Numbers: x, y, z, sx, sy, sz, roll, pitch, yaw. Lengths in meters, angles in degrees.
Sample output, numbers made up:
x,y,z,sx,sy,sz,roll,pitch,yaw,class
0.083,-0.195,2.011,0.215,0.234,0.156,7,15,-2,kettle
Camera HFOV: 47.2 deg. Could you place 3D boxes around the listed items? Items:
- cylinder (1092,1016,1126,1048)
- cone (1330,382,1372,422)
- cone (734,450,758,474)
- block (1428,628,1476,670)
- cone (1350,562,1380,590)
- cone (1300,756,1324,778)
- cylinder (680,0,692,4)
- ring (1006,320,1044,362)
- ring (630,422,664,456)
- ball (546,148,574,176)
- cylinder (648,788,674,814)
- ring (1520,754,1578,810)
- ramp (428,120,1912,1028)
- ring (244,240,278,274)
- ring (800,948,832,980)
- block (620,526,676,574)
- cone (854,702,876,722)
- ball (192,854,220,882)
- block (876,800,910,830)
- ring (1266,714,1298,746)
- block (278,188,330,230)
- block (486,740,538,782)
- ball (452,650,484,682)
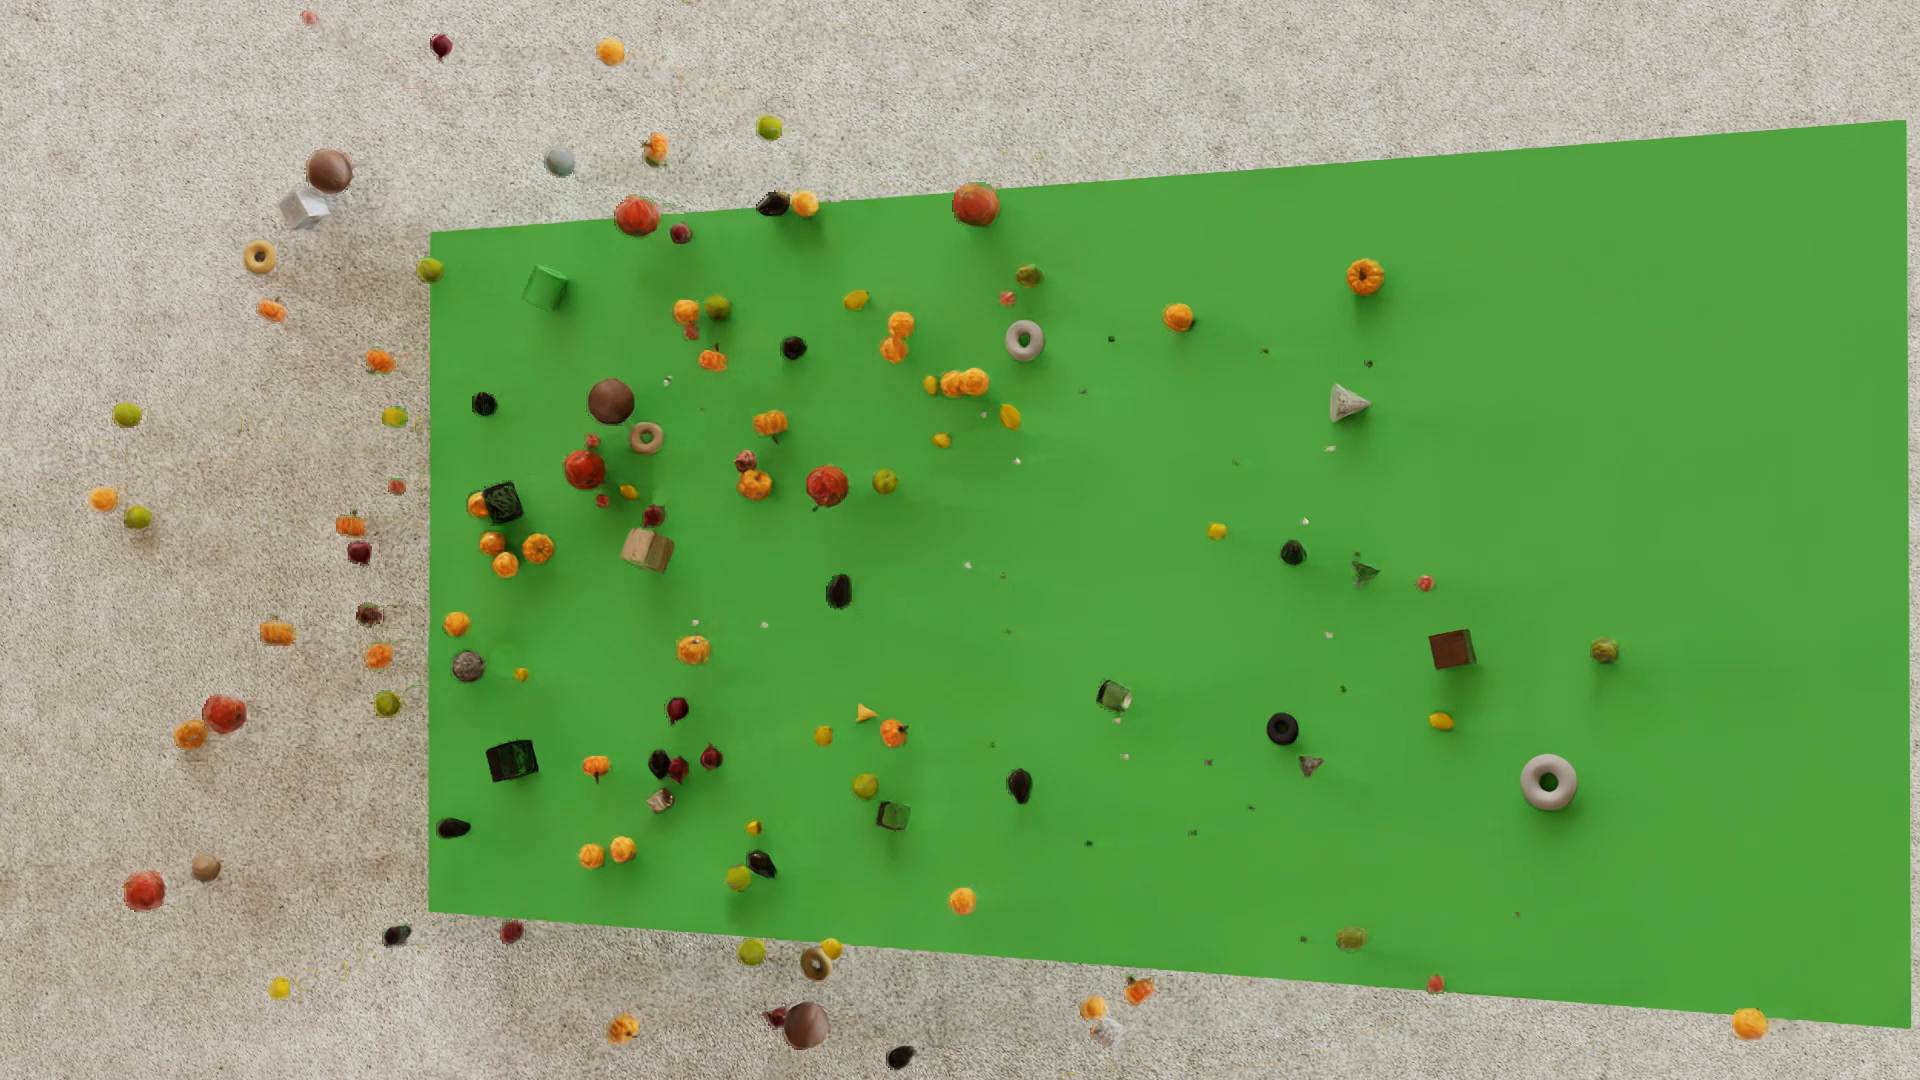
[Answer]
x,y,z,sx,sy,sz,roll,pitch,yaw,class
0.393,1.299,5.810,0.062,0.062,0.062,30,89,22,cylinder
0.954,-0.331,5.326,0.096,0.096,0.096,2,89,-2,cone
-0.601,-0.214,6.010,0.068,0.068,0.068,0,89,24,cone
1.166,0.258,5.203,0.081,0.081,0.081,-13,84,23,block
0.987,0.080,5.314,0.066,0.066,0.066,-13,89,-13,cone
0.865,0.544,5.366,0.057,0.057,0.057,-16,89,-4,cone
-0.821,-1.626,6.486,0.064,0.064,0.064,36,89,22,cylinder
0.168,-0.516,5.686,0.109,0.036,0.109,0,90,26,ring
-0.875,-0.284,6.140,0.098,0.033,0.098,0,76,0,ring
-1.188,-1.126,6.540,0.082,0.082,0.082,0,89,0,ball
-0.831,0.727,6.111,0.053,0.053,0.053,-34,89,20,cylinder
1.373,0.565,5.127,0.132,0.044,0.132,-1,88,25,ring
0.283,0.083,5.702,4.000,0.100,2.000,0,89,24,ramp
-2.088,-0.844,6.561,0.101,0.034,0.101,0,88,0,ring
-0.425,1.256,6.521,0.102,0.034,0.102,7,112,18,ring
-0.863,0.028,6.090,0.090,0.090,0.090,11,76,37,block
-0.246,0.464,5.867,0.054,0.054,0.054,13,89,14,cone
-2.234,0.972,6.516,0.081,0.081,0.081,0,89,0,ball
-0.177,0.729,5.812,0.061,0.061,0.061,13,95,24,block
0.792,0.465,5.399,0.080,0.027,0.080,-1,87,24,ring
-1.945,-0.982,6.520,0.087,0.087,0.087,-29,89,30,block
-1.281,0.631,6.291,0.094,0.094,0.094,-19,82,23,block
-1.422,0.366,6.359,0.092,0.092,0.092,0,89,0,ball
